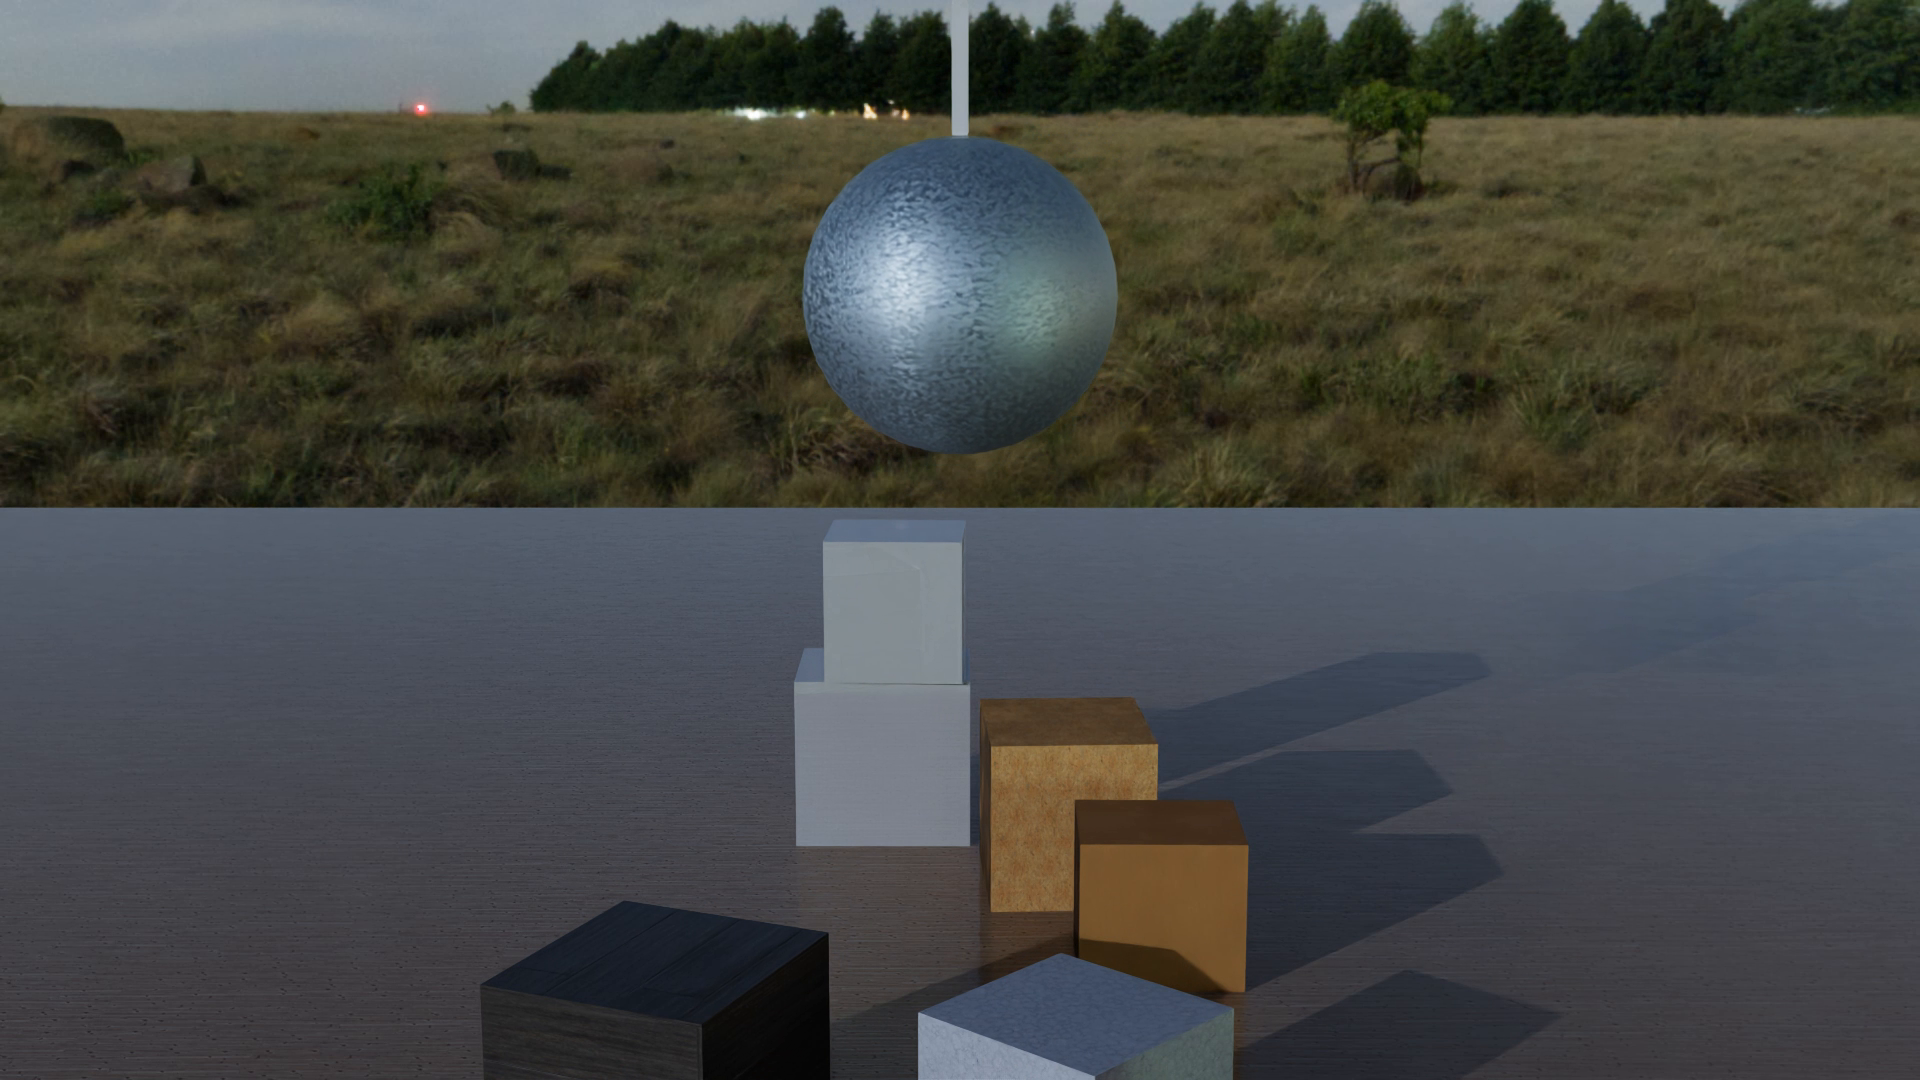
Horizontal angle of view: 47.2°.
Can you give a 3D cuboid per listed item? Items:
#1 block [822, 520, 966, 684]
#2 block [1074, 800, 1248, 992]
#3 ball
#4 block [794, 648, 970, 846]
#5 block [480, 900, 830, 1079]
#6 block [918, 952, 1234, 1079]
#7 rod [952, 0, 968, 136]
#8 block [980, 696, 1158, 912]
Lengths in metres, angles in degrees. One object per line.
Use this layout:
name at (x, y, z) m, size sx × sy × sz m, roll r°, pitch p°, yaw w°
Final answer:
block at (-0.322, 0.303, 11.150) m, size 0.682 × 0.712 × 0.644 m, roll 0°, pitch 10°, yaw 2°
block at (0.848, 1.516, 9.439) m, size 0.695 × 0.639 × 0.627 m, roll 0°, pitch 10°, yaw 1°
ball at (0.000, -1.235, 11.128) m, size 1.600 × 1.600 × 1.600 m, roll 0°, pitch 10°, yaw 0°
block at (-0.387, 1.058, 11.367) m, size 0.875 × 0.851 × 0.739 m, roll 0°, pitch 10°, yaw 0°
block at (-1.016, 1.796, 7.511) m, size 0.832 × 0.778 × 0.884 m, roll 4°, pitch 11°, yaw 23°
block at (0.383, 1.883, 7.283) m, size 0.744 × 0.689 × 0.728 m, roll 9°, pitch 14°, yaw 42°
rod at (0.000, -4.562, 10.426) m, size 0.080 × 5.200 × 0.080 m, roll 0°, pitch 12°, yaw 0°
block at (0.500, 1.246, 10.507) m, size 0.763 × 0.789 × 0.868 m, roll -1°, pitch 10°, yaw -3°
